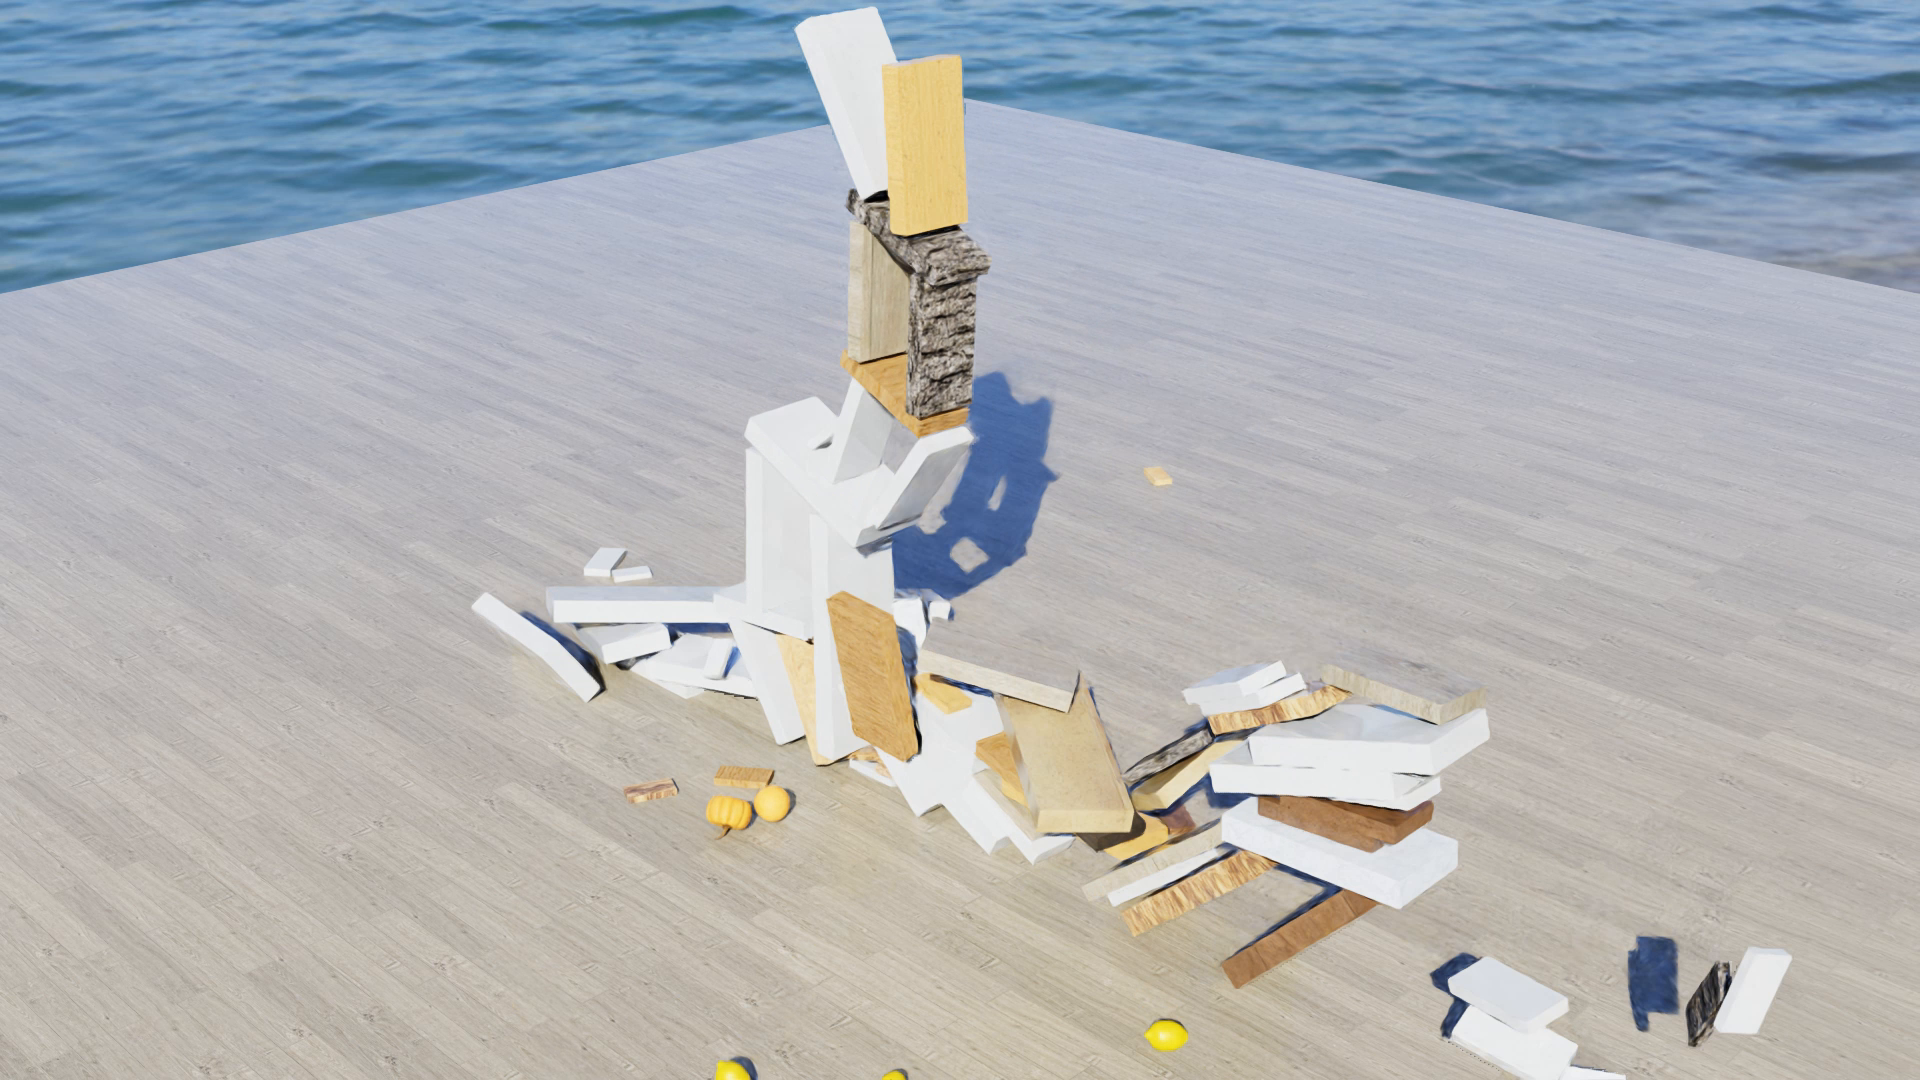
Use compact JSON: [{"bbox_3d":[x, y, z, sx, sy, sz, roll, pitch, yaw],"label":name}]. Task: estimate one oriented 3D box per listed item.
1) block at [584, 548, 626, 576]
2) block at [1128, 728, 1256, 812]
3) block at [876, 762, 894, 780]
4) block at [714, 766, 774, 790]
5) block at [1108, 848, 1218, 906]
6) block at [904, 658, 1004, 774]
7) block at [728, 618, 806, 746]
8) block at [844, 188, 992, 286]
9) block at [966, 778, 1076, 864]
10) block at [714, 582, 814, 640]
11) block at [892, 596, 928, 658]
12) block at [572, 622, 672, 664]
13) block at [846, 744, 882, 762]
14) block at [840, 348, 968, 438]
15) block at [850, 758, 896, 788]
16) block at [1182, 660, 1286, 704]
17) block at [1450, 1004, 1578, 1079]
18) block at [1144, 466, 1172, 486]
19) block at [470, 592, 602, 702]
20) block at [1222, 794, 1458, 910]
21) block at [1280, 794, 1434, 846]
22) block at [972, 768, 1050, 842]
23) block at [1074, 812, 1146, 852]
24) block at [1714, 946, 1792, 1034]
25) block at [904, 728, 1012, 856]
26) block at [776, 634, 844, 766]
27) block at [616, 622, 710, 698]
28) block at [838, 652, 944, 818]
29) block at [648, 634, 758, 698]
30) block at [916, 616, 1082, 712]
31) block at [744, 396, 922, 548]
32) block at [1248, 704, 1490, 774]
[{"bbox_3d":[-0.904,0.056,5.605,0.068,0.019,0.136,4,23,9],"label":"block"},{"bbox_3d":[0.430,0.416,4.083,0.242,0.034,0.121,-37,5,-24],"label":"block"},{"bbox_3d":[-0.108,0.480,4.550,0.128,0.018,0.064,17,29,41],"label":"block"},{"bbox_3d":[-0.449,0.494,4.577,0.113,0.016,0.057,4,23,9],"label":"block"},{"bbox_3d":[0.375,0.622,4.093,0.104,0.030,0.209,-22,-9,-41],"label":"block"},{"bbox_3d":[-0.015,0.346,4.421,0.159,0.045,0.319,-17,39,-37],"label":"block"},{"bbox_3d":[-0.381,0.283,4.754,0.144,0.289,0.041,-21,-1,-41],"label":"block"},{"bbox_3d":[-0.078,-0.573,4.079,0.134,0.038,0.268,-19,52,-40],"label":"block"},{"bbox_3d":[0.119,0.537,4.331,0.104,0.030,0.209,-19,55,-40],"label":"block"},{"bbox_3d":[-0.375,0.141,4.676,0.289,0.041,0.144,15,26,42],"label":"block"},{"bbox_3d":[-0.098,0.179,4.496,0.061,0.122,0.017,-6,16,13],"label":"block"},{"bbox_3d":[-0.783,0.212,5.064,0.154,0.044,0.308,-14,15,-20],"label":"block"},{"bbox_3d":[-0.173,0.443,4.605,0.128,0.018,0.064,0,16,42],"label":"block"},{"bbox_3d":[-0.108,-0.295,4.219,0.121,0.034,0.243,-20,52,-40],"label":"block"},{"bbox_3d":[-0.165,0.478,4.612,0.064,0.018,0.128,-21,31,-40],"label":"block"},{"bbox_3d":[0.473,0.246,3.801,0.094,0.027,0.189,-23,2,-25],"label":"block"},{"bbox_3d":[0.910,0.825,3.611,0.181,0.026,0.090,26,58,29],"label":"block"},{"bbox_3d":[0.554,-0.180,6.167,0.050,0.014,0.101,-6,24,-13],"label":"block"},{"bbox_3d":[-0.961,0.241,4.978,0.048,0.171,0.341,-48,42,-14],"label":"block"},{"bbox_3d":[0.644,0.511,3.741,0.356,0.050,0.178,17,28,40],"label":"block"},{"bbox_3d":[0.665,0.443,3.696,0.228,0.032,0.114,16,28,41],"label":"block"},{"bbox_3d":[0.116,0.494,4.331,0.104,0.030,0.209,-20,56,-40],"label":"block"},{"bbox_3d":[0.230,0.490,4.091,0.113,0.032,0.226,-14,36,-33],"label":"block"},{"bbox_3d":[1.180,0.671,3.274,0.069,0.138,0.020,8,21,-23],"label":"block"},{"bbox_3d":[0.018,0.476,4.410,0.159,0.045,0.319,-21,57,-41],"label":"block"},{"bbox_3d":[-0.282,0.315,4.658,0.144,0.289,0.041,-22,7,-41],"label":"block"},{"bbox_3d":[-0.667,0.272,5.064,0.154,0.044,0.308,-21,31,-40],"label":"block"},{"bbox_3d":[-0.102,0.397,4.509,0.159,0.045,0.319,-21,73,-41],"label":"block"},{"bbox_3d":[-0.523,0.280,4.911,0.308,0.044,0.154,8,24,26],"label":"block"},{"bbox_3d":[0.077,0.239,4.271,0.303,0.043,0.152,16,25,2],"label":"block"},{"bbox_3d":[-0.254,-0.141,4.435,0.178,0.050,0.355,-22,57,-41],"label":"block"},{"bbox_3d":[0.670,0.324,3.618,0.350,0.050,0.175,-2,14,44],"label":"block"}]
